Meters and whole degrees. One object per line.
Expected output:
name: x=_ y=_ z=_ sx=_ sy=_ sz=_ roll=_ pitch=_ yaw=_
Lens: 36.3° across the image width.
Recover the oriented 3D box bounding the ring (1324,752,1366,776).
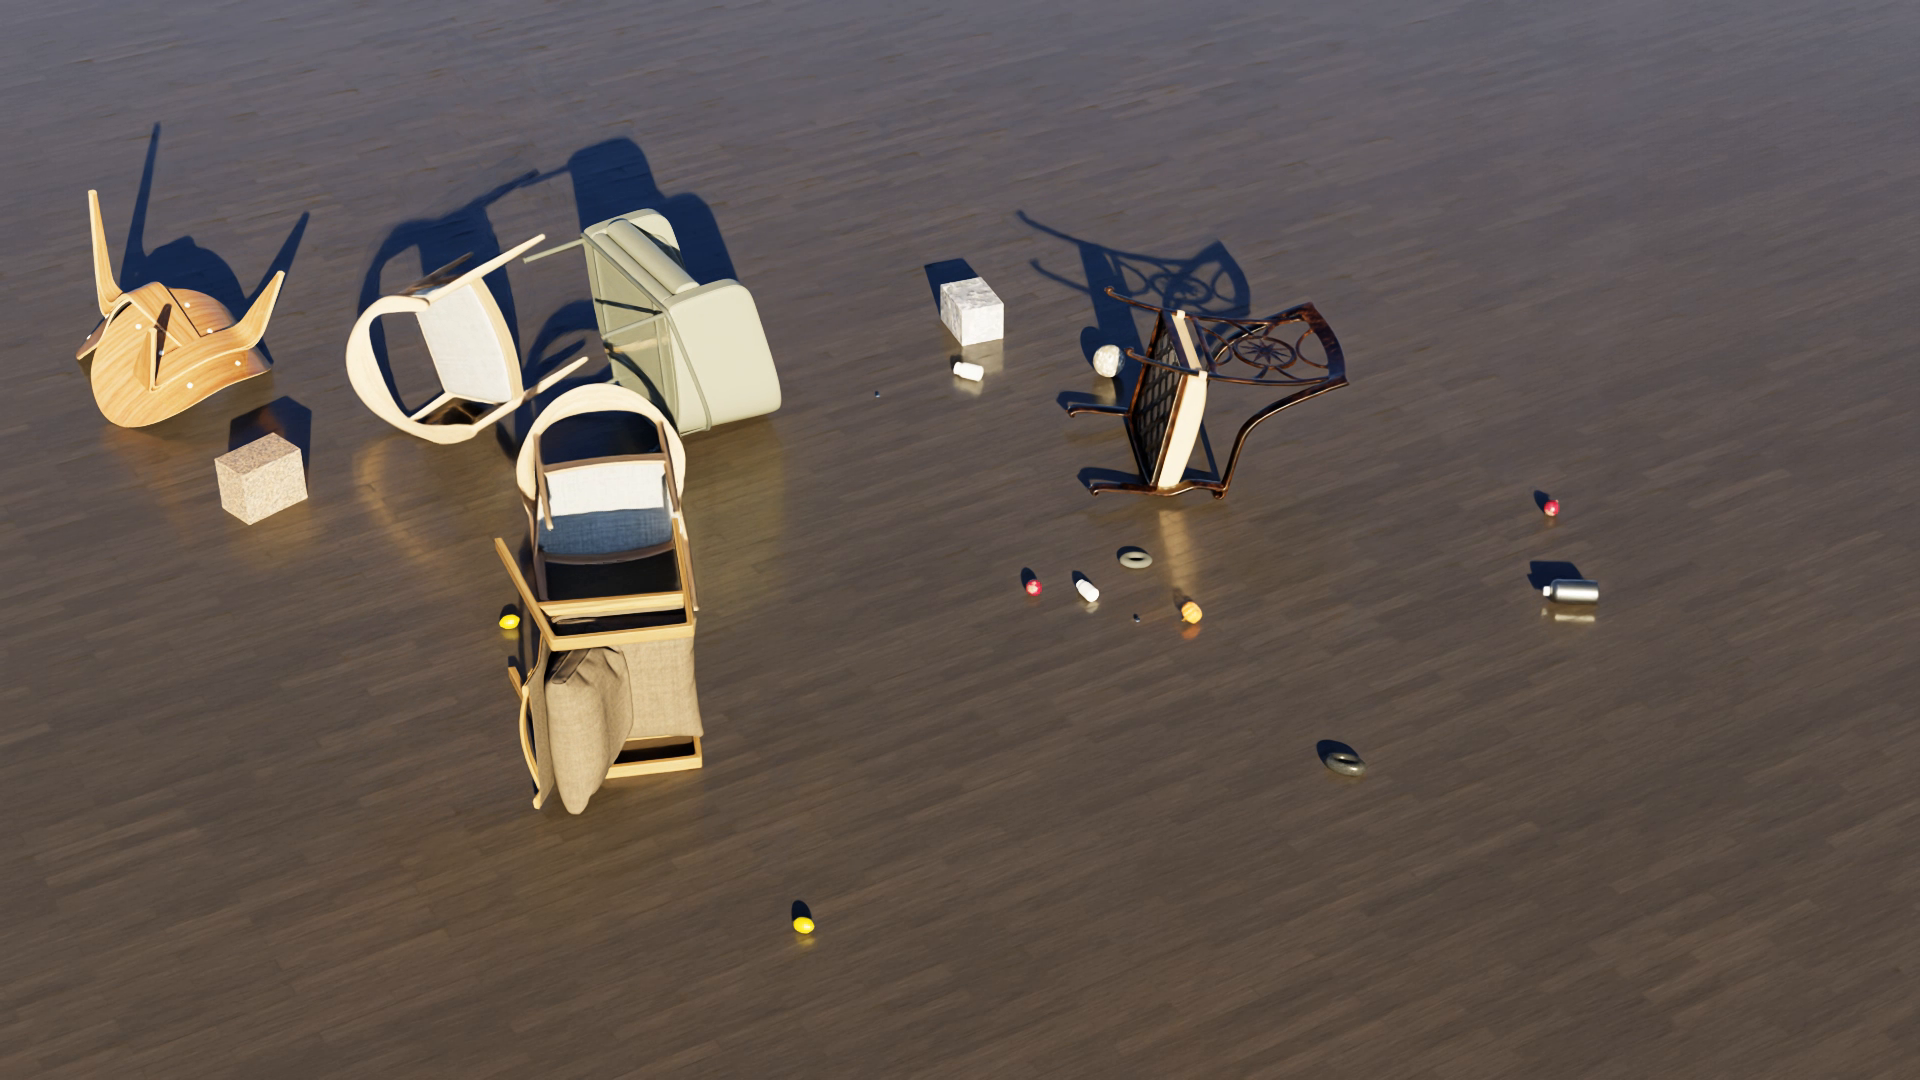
ring: x=1.284 y=0.747 z=9.769 sx=0.145 sy=0.046 sz=0.083 roll=13 pitch=34 yaw=17

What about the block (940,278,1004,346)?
block: x=0.049 y=-0.956 z=12.246 sx=0.183 sy=0.163 sz=0.247 roll=-12 pitch=35 yaw=-18

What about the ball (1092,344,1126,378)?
ball: x=0.607 y=-0.730 z=11.930 sx=0.134 sy=0.134 sz=0.134 roll=0 pitch=33 yaw=0

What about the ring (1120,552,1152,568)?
ring: x=0.648 y=0.073 z=10.807 sx=0.122 sy=0.029 sz=0.089 roll=2 pitch=35 yaw=2

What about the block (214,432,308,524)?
block: x=-2.644 y=-0.233 z=11.099 sx=0.173 sy=0.219 sz=0.265 roll=28 pitch=42 yaw=35

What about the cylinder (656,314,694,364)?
cylinder: x=-1.173 y=-0.827 z=12.065 sx=0.180 sy=0.148 sz=0.128 roll=26 pitch=41 yaw=34
